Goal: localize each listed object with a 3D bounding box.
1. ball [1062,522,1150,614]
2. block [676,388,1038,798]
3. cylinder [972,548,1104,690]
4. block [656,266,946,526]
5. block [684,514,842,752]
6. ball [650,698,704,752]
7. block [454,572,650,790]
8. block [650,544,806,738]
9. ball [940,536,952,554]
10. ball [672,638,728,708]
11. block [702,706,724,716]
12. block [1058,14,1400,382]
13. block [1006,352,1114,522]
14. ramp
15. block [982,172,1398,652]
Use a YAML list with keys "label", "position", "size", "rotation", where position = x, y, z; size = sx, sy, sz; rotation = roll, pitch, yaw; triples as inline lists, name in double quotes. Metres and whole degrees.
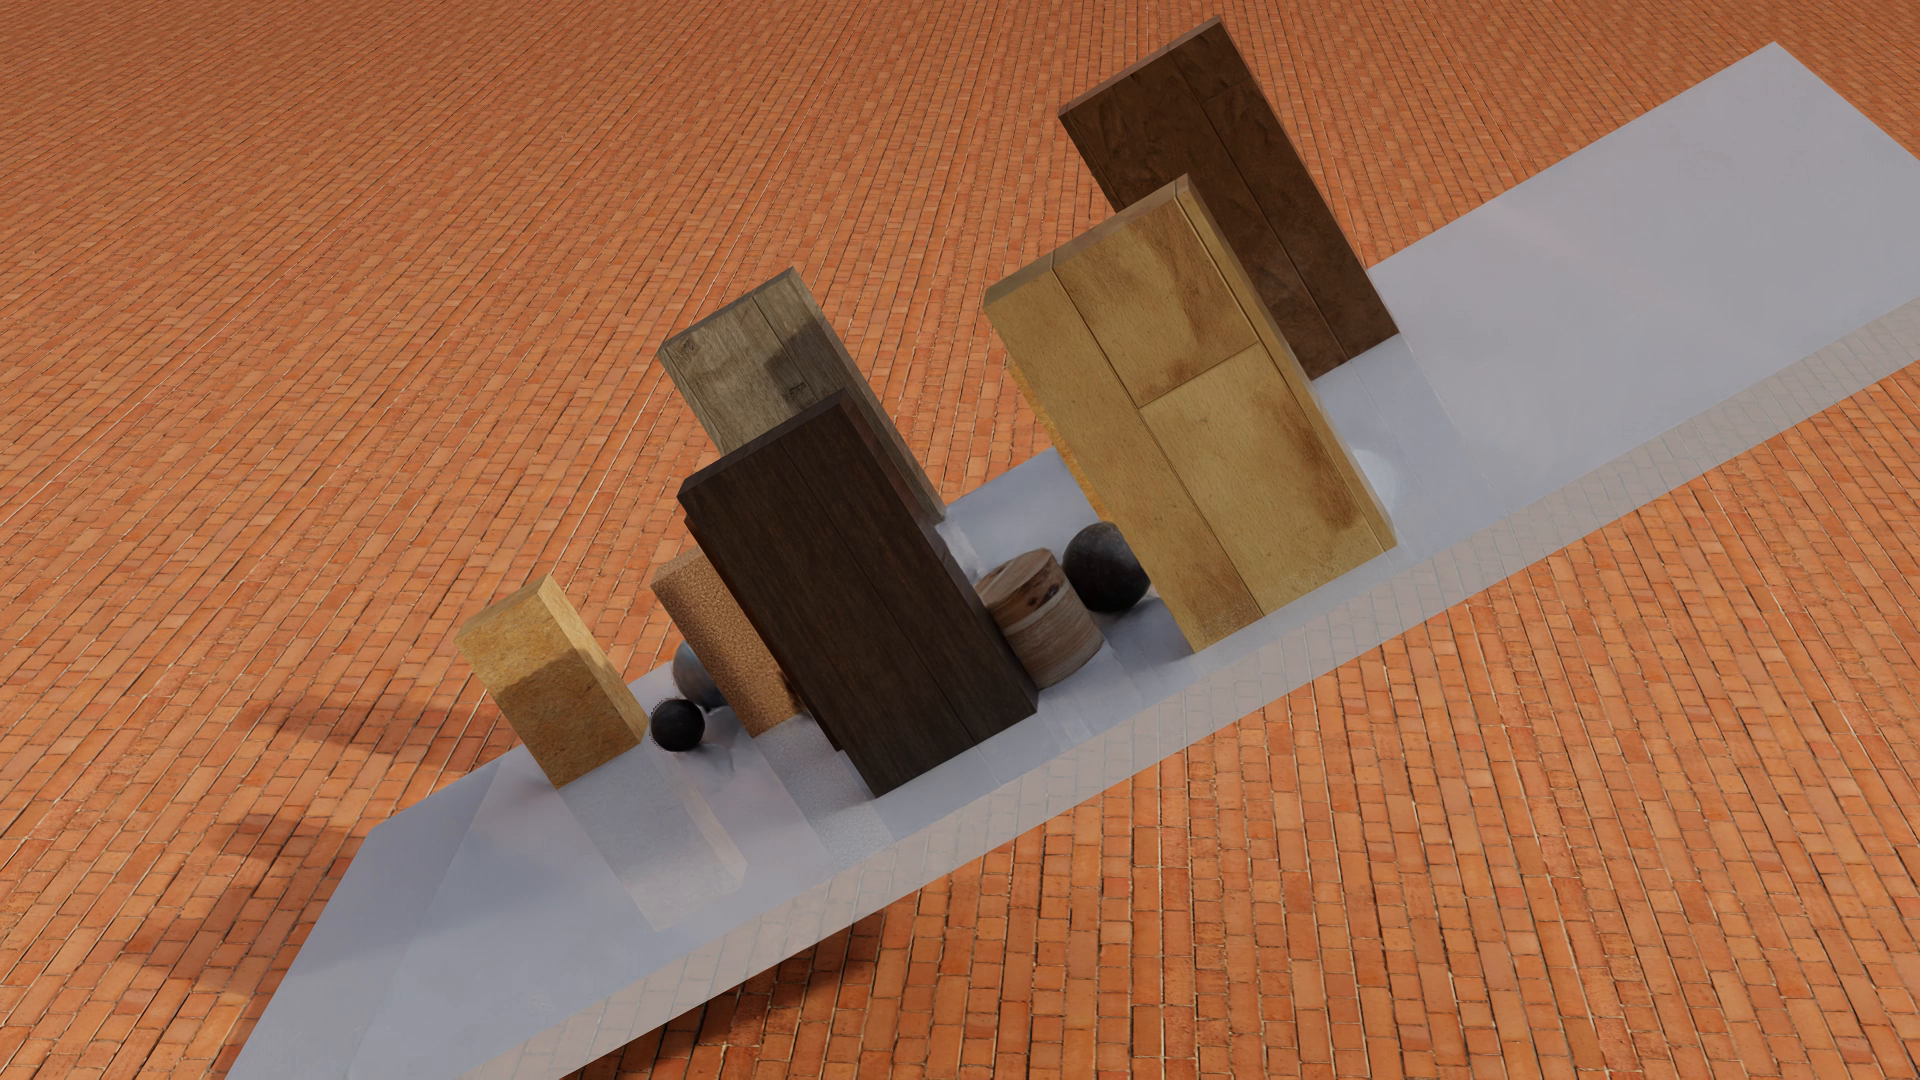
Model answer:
- label: "ball"
  position: [0.290, 0.055, 5.789]
  size: [0.181, 0.181, 0.181]
  rotation: [0, 19, 0]
- label: "block"
  position: [-0.188, 0.105, 5.570]
  size: [0.360, 0.707, 0.106]
  rotation: [-29, 15, 13]
- label: "cylinder"
  position: [0.142, 0.158, 5.722]
  size: [0.203, 0.203, 0.203]
  rotation: [-30, 15, 9]
- label: "block"
  position: [-0.382, -0.263, 7.155]
  size: [0.380, 0.710, 0.103]
  rotation: [-29, 15, 13]
- label: "block"
  position: [-0.279, 0.117, 5.974]
  size: [0.287, 0.579, 0.087]
  rotation: [-29, 15, 13]
- label: "ball"
  position: [-0.638, 0.419, 6.641]
  size: [0.122, 0.122, 0.122]
  rotation: [0, 19, 0]
- label: "block"
  position: [-0.965, 0.334, 6.966]
  size: [0.240, 0.436, 0.145]
  rotation: [-29, 15, 13]
- label: "block"
  position: [-0.423, 0.172, 6.422]
  size: [0.320, 0.414, 0.118]
  rotation: [-29, 15, 13]
- label: "ball"
  position: [-0.096, 0.055, 6.624]
  size: [0.163, 0.163, 0.163]
  rotation: [0, 19, 0]
- label: "ball"
  position: [-0.559, 0.289, 6.655]
  size: [0.182, 0.182, 0.182]
  rotation: [0, 19, 0]
- label: "block"
  position: [-0.562, 0.309, 6.839]
  size: [0.124, 0.124, 0.124]
  rotation: [-31, 15, 6]
- label: "block"
  position: [0.588, -0.697, 6.411]
  size: [0.399, 0.788, 0.105]
  rotation: [-29, 15, 13]
- label: "block"
  position: [0.380, -0.243, 5.920]
  size: [0.361, 0.508, 0.133]
  rotation: [-29, 15, 13]
- label: "ramp"
  position: [0.141, 0.168, 6.288]
  size: [4.000, 0.100, 2.000]
  rotation: [-29, 15, 13]
- label: "block"
  position: [0.417, -0.222, 5.296]
  size: [0.418, 0.753, 0.141]
  rotation: [-29, 15, 13]
